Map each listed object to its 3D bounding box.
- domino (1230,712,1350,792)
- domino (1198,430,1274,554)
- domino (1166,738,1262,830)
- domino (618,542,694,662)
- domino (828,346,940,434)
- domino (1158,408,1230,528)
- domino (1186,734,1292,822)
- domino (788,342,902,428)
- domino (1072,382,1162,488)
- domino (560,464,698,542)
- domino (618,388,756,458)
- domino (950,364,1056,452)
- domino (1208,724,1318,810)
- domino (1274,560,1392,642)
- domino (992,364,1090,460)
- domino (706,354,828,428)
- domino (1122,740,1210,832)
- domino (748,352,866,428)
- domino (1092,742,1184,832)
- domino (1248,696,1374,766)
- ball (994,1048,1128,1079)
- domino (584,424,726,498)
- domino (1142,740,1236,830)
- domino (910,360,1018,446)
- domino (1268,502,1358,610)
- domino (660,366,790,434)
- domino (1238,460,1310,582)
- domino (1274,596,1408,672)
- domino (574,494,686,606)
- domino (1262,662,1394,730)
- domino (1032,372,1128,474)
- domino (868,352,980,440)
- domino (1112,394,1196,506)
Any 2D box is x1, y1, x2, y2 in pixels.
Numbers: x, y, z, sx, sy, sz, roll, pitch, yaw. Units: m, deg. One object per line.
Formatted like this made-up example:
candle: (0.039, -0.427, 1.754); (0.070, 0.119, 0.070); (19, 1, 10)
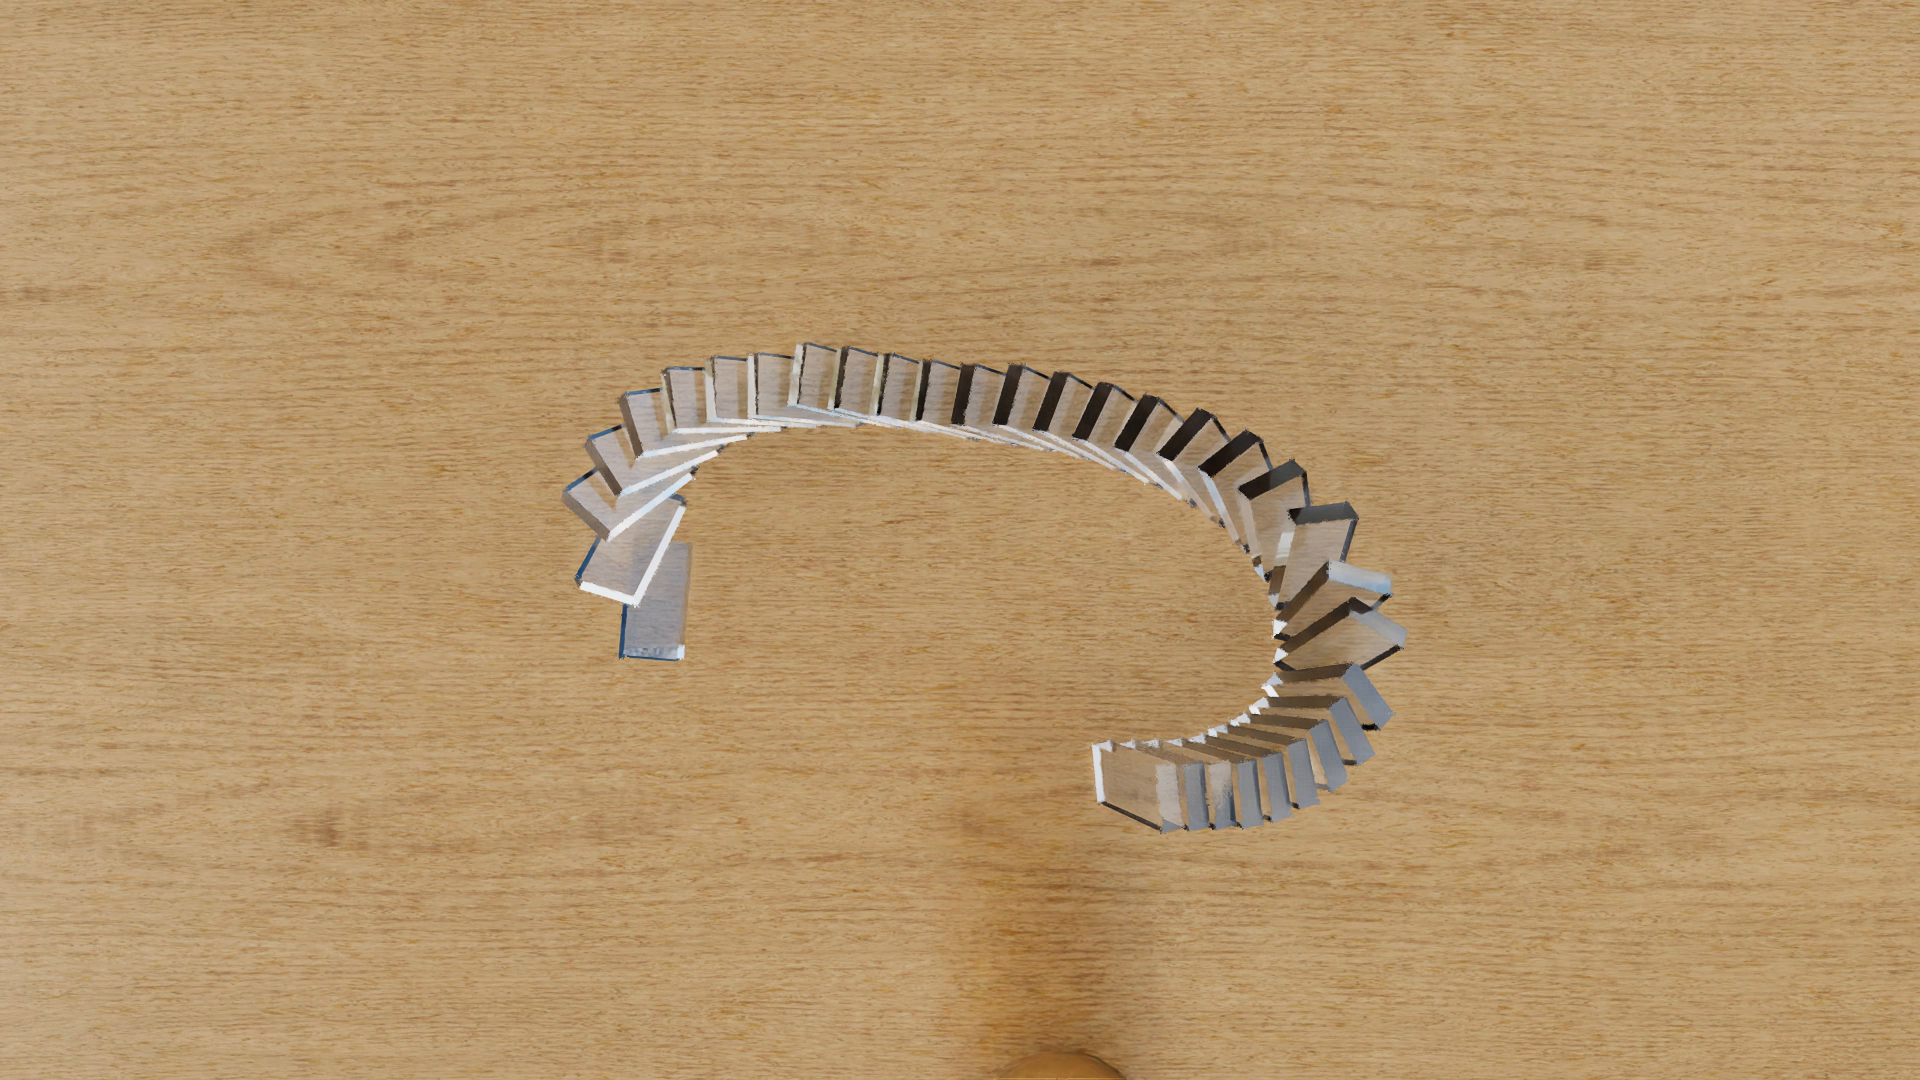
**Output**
domino: (0.133, 0.086, 0.375); (0.009, 0.050, 0.025); (-20, 90, -21)
domino: (0.119, -0.019, 0.381); (0.025, 0.009, 0.050); (-38, 129, 0)
domino: (0.102, 0.098, 0.375); (0.010, 0.050, 0.025); (-6, 90, -21)
domino: (-0.131, 0.026, 0.395); (0.025, 0.009, 0.050); (5, 90, 0)
domino: (-0.029, -0.062, 0.381); (0.050, 0.009, 0.025); (9, 90, -37)
domino: (0.104, -0.029, 0.381); (0.025, 0.009, 0.050); (-49, 129, 0)
domino: (0.113, 0.096, 0.375); (0.009, 0.050, 0.025); (-9, 90, -21)
domino: (-0.045, -0.064, 0.381); (0.050, 0.009, 0.025); (8, 90, -37)
domino: (0.071, -0.043, 0.381); (0.050, 0.010, 0.025); (26, 90, -36)
domino: (-0.136, -0.024, 0.380); (0.025, 0.010, 0.050); (42, 50, 0)
domino: (-0.113, -0.051, 0.380); (0.050, 0.010, 0.025); (-17, 88, -39)
domino: (0.021, -0.054, 0.382); (0.050, 0.009, 0.025); (11, 90, -35)
domino: (0.123, 0.092, 0.375); (0.009, 0.050, 0.025); (-11, 90, -21)
domino: (0.152, 0.028, 0.377); (0.025, 0.050, 0.010); (15, 56, 0)
domino: (0.038, -0.052, 0.381); (0.050, 0.010, 0.025); (16, 90, -36)
domino: (-0.080, -0.061, 0.381); (0.050, 0.009, 0.025); (-1, 89, -38)
domino: (0.082, 0.100, 0.375); (0.009, 0.050, 0.025); (-6, 90, -21)
domino: (-0.063, -0.062, 0.381); (0.050, 0.010, 0.025); (0, 90, -37)
domino: (0.072, 0.100, 0.375); (0.009, 0.050, 0.025); (-6, 90, -21)
domino: (0.143, 0.077, 0.375); (0.010, 0.050, 0.025); (-27, 90, -21)
ball: (0.041, 0.246, 0.360); (0.080, 0.080, 0.080); (0, 90, 0)
domino: (-0.126, -0.039, 0.380); (0.050, 0.009, 0.025); (-32, 90, -40)
domino: (0.092, 0.099, 0.375); (0.009, 0.050, 0.025); (-6, 90, -21)
domino: (0.004, -0.057, 0.382); (0.050, 0.010, 0.025); (9, 90, -35)
domino: (0.145, 0.007, 0.379); (0.025, 0.010, 0.050); (-7, 134, -1)
domino: (-0.097, -0.058, 0.381); (0.050, 0.010, 0.025); (-7, 88, -38)
domino: (0.132, -0.007, 0.380); (0.025, 0.010, 0.050); (-27, 131, 0)
domino: (0.155, 0.044, 0.377); (0.025, 0.050, 0.010); (31, 54, -1)
domino: (-0.137, 0.001, 0.383); (0.025, 0.009, 0.050); (17, 60, 0)
domino: (0.149, 0.065, 0.375); (0.009, 0.050, 0.025); (-36, 90, -22)
domino: (0.055, -0.048, 0.381); (0.050, 0.010, 0.025); (21, 90, -36)
domino: (-0.012, -0.059, 0.382); (0.050, 0.010, 0.025); (9, 90, -36)
domino: (0.088, -0.037, 0.381); (0.050, 0.010, 0.025); (31, 90, -37)
